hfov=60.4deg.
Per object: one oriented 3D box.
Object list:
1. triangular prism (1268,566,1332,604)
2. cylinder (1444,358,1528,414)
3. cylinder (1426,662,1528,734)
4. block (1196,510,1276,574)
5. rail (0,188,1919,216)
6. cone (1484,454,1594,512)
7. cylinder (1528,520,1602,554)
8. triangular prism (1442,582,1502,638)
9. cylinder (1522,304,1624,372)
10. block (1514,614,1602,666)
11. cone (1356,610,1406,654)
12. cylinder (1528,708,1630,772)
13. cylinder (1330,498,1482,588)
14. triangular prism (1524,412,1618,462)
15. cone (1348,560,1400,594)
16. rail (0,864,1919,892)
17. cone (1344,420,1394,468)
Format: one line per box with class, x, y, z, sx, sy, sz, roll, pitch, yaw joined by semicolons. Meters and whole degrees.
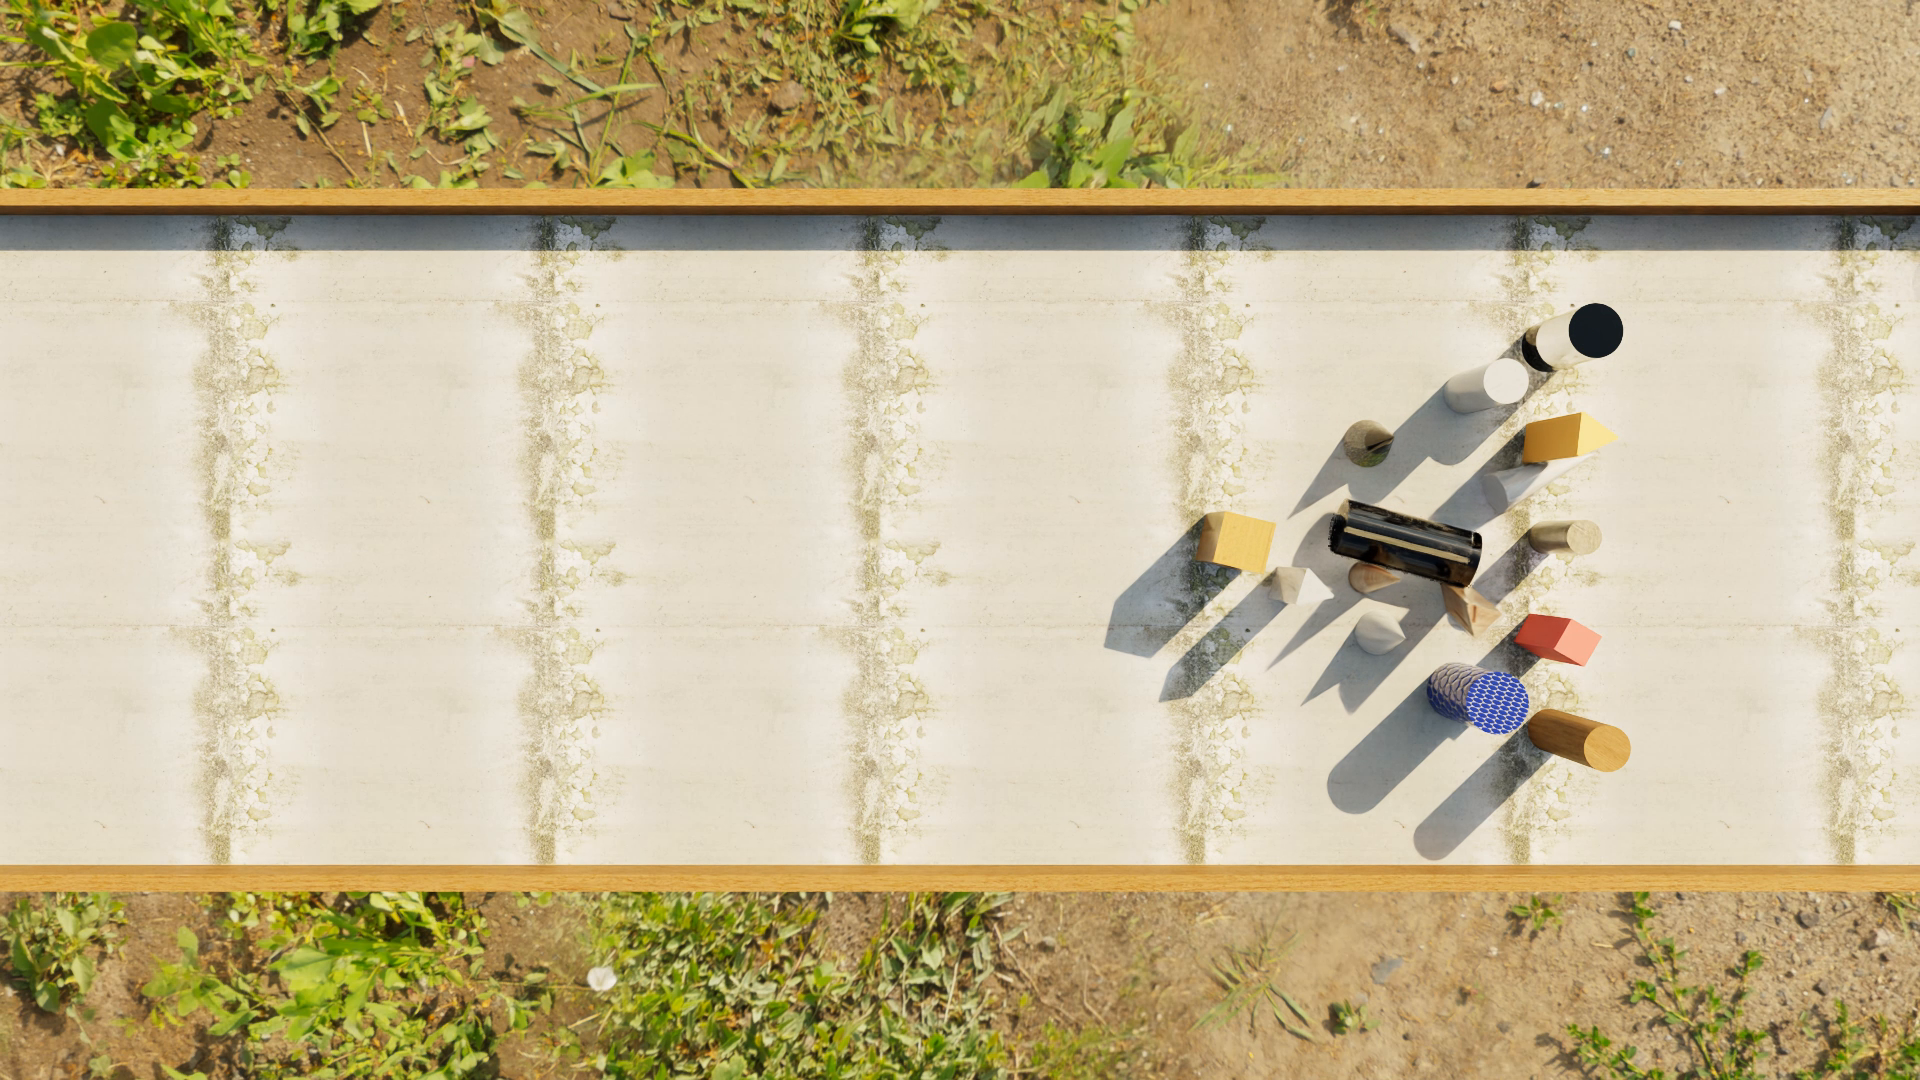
triangular prism;0.989;0.125;4.859;0.107;0.434;0.092;-12;90;0
cylinder;1.555;-0.452;4.886;0.129;0.382;0.129;0;90;0
cylinder;1.525;0.463;4.877;0.178;0.398;0.178;0;90;0
block;0.813;0.007;4.894;0.150;0.366;0.150;14;90;0
rail;-2.247;-1.025;5.002;12.000;0.150;0.050;0;90;0
cone;1.795;-0.206;5.045;0.362;0.127;0.127;-21;90;-10
cylinder;1.799;-0.008;4.914;0.101;0.324;0.101;0;90;0
triangular prism;1.492;0.183;4.885;0.088;0.364;0.102;44;100;-4
cylinder;1.807;-0.595;4.881;0.158;0.390;0.158;0;90;0
block;1.772;0.295;4.902;0.101;0.348;0.101;30;90;0
cone;1.287;0.284;4.919;0.140;0.316;0.140;0;90;0
cylinder;1.814;0.585;4.848;0.132;0.457;0.132;0;90;0
cylinder;1.348;0.009;4.992;0.412;0.170;0.170;15;90;0
triangular prism;1.768;-0.311;4.851;0.124;0.451;0.108;-24;90;0
cone;1.247;0.114;4.865;0.104;0.423;0.104;0;90;0
rail;-2.247;1.025;5.001;12.000;0.150;0.050;0;90;0
cone;1.253;-0.297;4.913;0.146;0.326;0.146;0;90;0
